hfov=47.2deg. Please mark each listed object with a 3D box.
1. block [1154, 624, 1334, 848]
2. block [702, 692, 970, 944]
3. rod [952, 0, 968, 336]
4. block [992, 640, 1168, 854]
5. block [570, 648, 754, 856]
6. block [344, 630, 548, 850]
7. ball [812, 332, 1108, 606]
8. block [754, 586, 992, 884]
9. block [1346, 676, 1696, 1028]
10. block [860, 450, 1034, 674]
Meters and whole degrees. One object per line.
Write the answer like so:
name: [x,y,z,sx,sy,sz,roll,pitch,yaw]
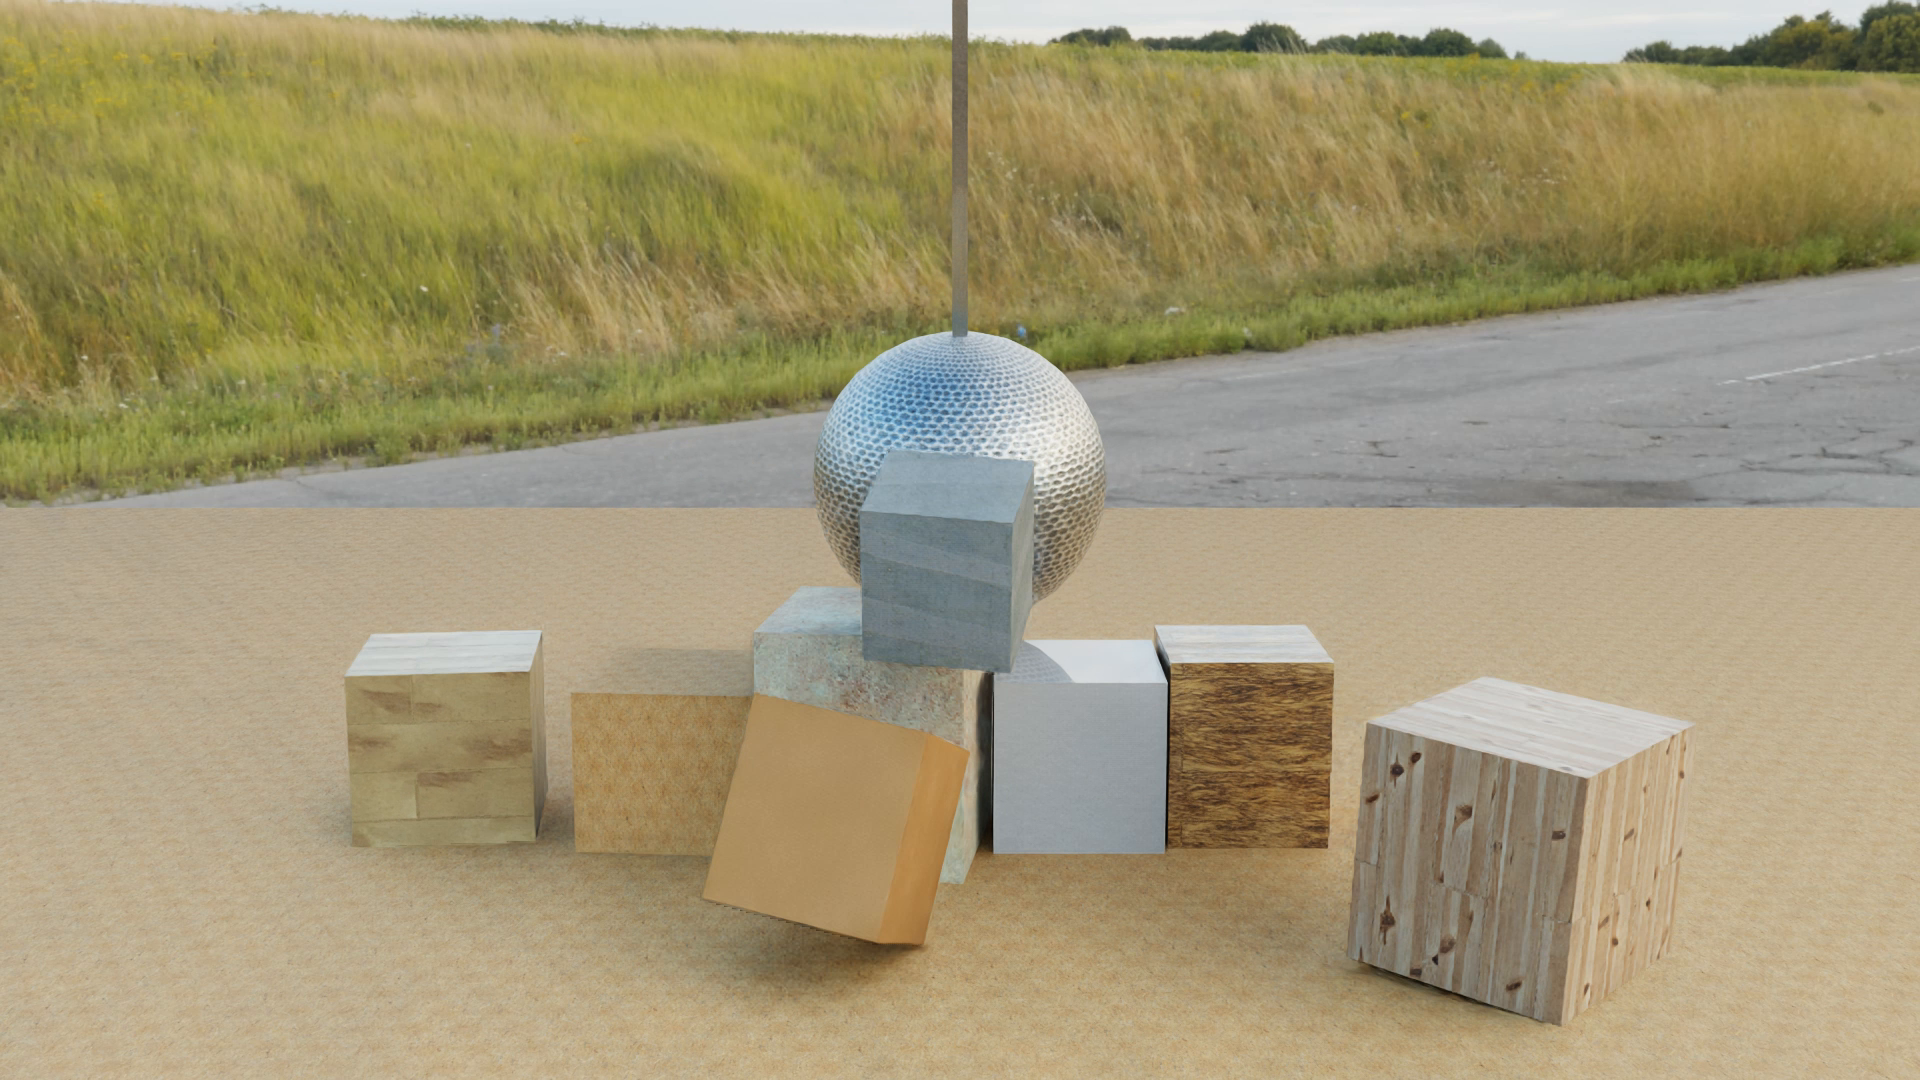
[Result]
block: [1.443,1.001,11.383,0.808,0.958,0.855,0,10,-1]
block: [-0.509,1.210,9.446,0.764,0.870,0.864,12,-8,14]
rod: [0.000,-3.565,10.889,0.080,5.200,0.080,0,18,0]
block: [0.594,1.048,11.352,0.854,0.876,0.951,0,10,0]
block: [-1.389,1.076,11.354,0.980,0.820,0.979,1,10,5]
block: [-2.652,1.019,11.461,0.901,0.894,0.945,-1,10,-7]
ball: [0.000,-0.332,11.942,1.600,1.600,1.600,0,10,0]
block: [-0.408,0.944,11.013,1.005,1.203,1.106,1,10,8]
block: [2.403,1.286,9.417,0.987,1.048,1.077,13,16,39]
block: [-0.049,0.091,10.183,0.687,0.766,0.659,5,27,9]
